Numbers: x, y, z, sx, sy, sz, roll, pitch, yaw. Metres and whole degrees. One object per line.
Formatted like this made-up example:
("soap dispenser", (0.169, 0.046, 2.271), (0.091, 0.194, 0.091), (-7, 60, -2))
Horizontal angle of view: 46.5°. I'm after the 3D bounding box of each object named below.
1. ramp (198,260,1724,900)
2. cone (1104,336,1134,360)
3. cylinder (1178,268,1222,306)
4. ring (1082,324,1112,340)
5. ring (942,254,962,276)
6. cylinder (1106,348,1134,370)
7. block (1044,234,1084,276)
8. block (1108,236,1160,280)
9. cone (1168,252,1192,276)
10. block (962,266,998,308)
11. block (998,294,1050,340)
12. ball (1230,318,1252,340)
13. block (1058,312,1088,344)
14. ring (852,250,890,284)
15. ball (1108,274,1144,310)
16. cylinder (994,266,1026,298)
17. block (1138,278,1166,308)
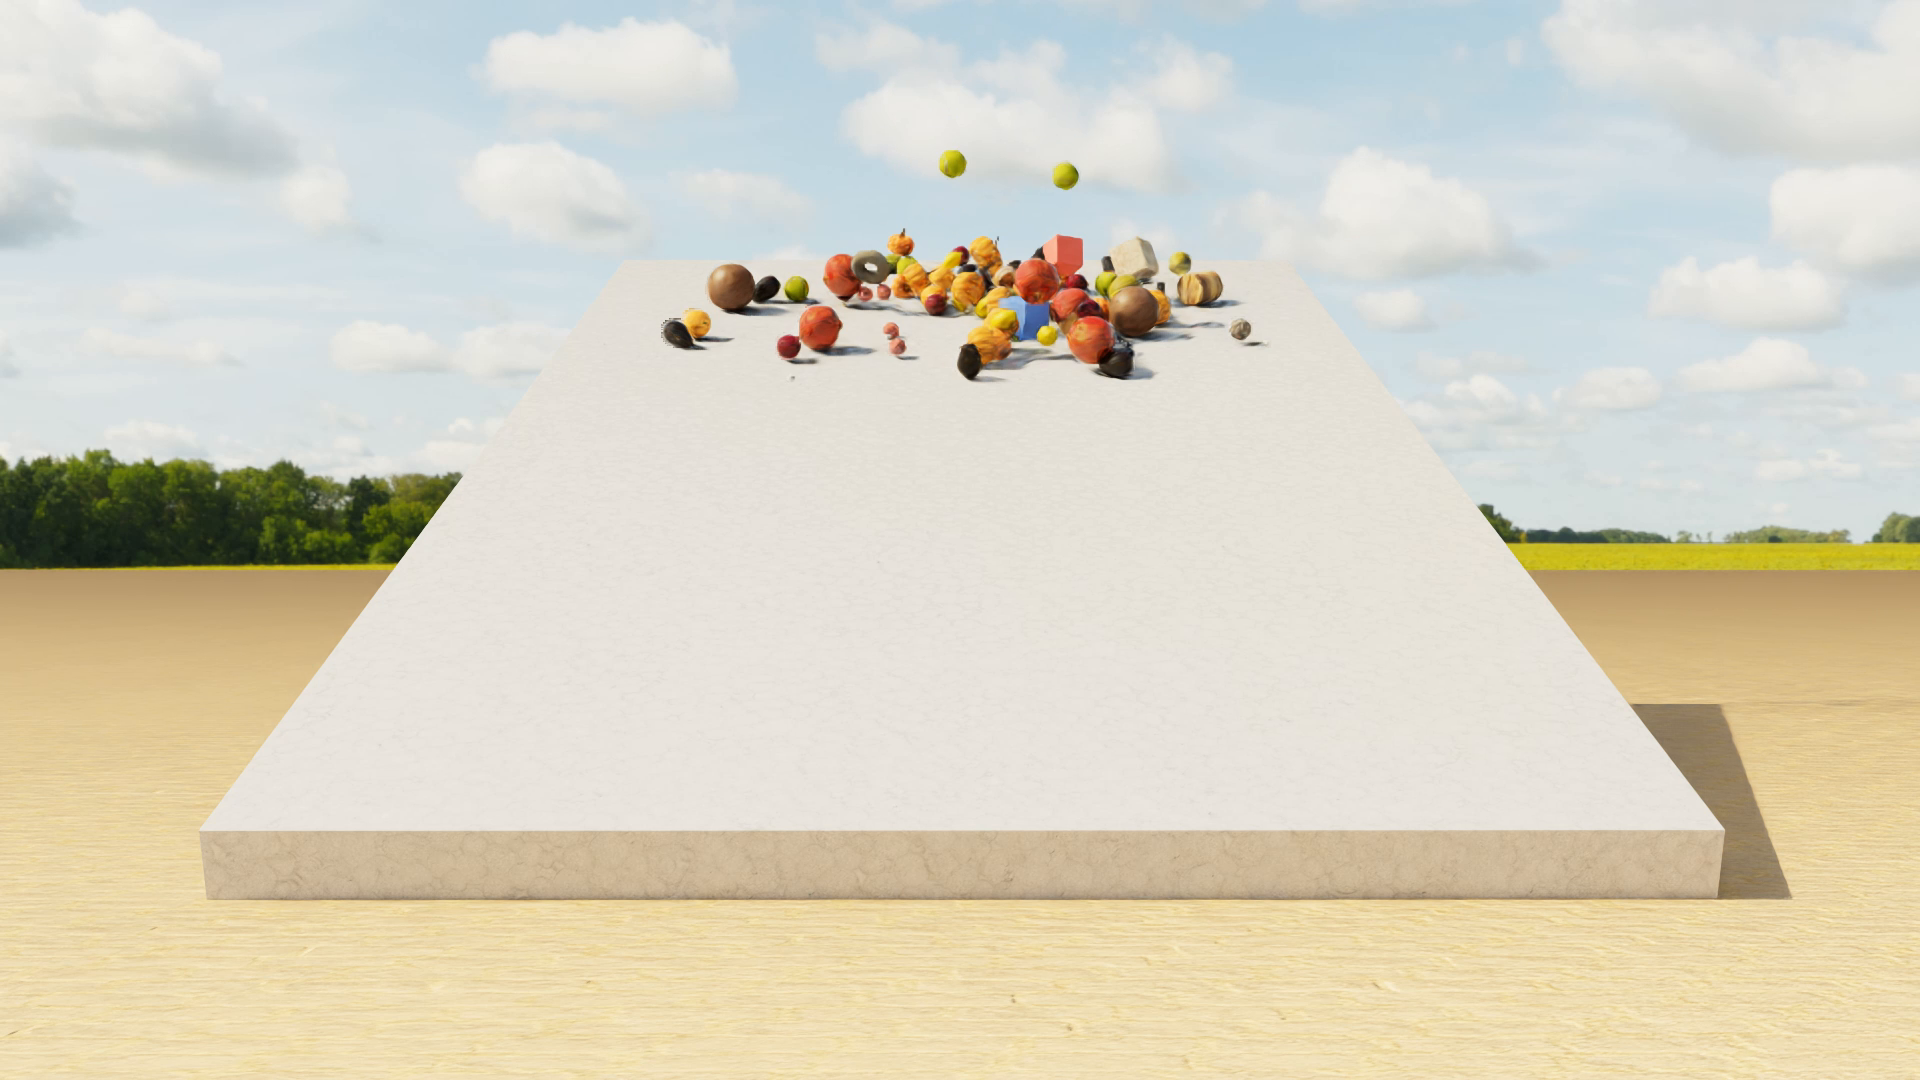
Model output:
("ramp", (-0.003, -0.184, 4.847), (2.000, 0.100, 4.000), (0, 18, 0))
("cone", (0.373, -0.452, 5.462), (0.077, 0.077, 0.077), (0, -11, -26))
("cylinder", (0.657, -0.691, 6.116), (0.088, 0.088, 0.088), (-20, 12, -37))
("ring", (0.346, -0.533, 5.725), (0.083, 0.028, 0.083), (-1, 22, 0))
("ring", (-0.025, -0.794, 6.452), (0.025, 0.076, 0.076), (36, -16, -21))
("cylinder", (0.385, -0.437, 5.382), (0.053, 0.053, 0.053), (-3, 0, -11))
("block", (0.285, -0.783, 6.140), (0.080, 0.080, 0.080), (6, -16, -24))
("block", (0.478, -0.764, 6.121), (0.091, 0.091, 0.091), (-22, -14, 26))
("cone", (0.615, -0.775, 6.275), (0.066, 0.066, 0.066), (0, 9, 10))
("block", (0.055, -0.684, 6.040), (0.071, 0.071, 0.071), (-26, 21, 7))
("block", (0.164, -0.572, 5.741), (0.092, 0.092, 0.092), (-17, 24, -42))
("ball", (0.710, -0.532, 5.649), (0.054, 0.054, 0.054), (0, -1, 0))
("block", (0.279, -0.528, 5.545), (0.052, 0.052, 0.052), (-37, 11, 5))
("ring", (-0.239, -0.730, 5.973), (0.107, 0.107, 0.036), (0, 44, 20))
("ball", (0.440, -0.655, 5.907), (0.094, 0.094, 0.094), (0, -1, 0))
("cylinder", (0.139, -0.714, 6.205), (0.079, 0.079, 0.079), (0, 18, -11))
("block", (0.516, -0.678, 6.116), (0.064, 0.064, 0.064), (-10, 20, -28))
